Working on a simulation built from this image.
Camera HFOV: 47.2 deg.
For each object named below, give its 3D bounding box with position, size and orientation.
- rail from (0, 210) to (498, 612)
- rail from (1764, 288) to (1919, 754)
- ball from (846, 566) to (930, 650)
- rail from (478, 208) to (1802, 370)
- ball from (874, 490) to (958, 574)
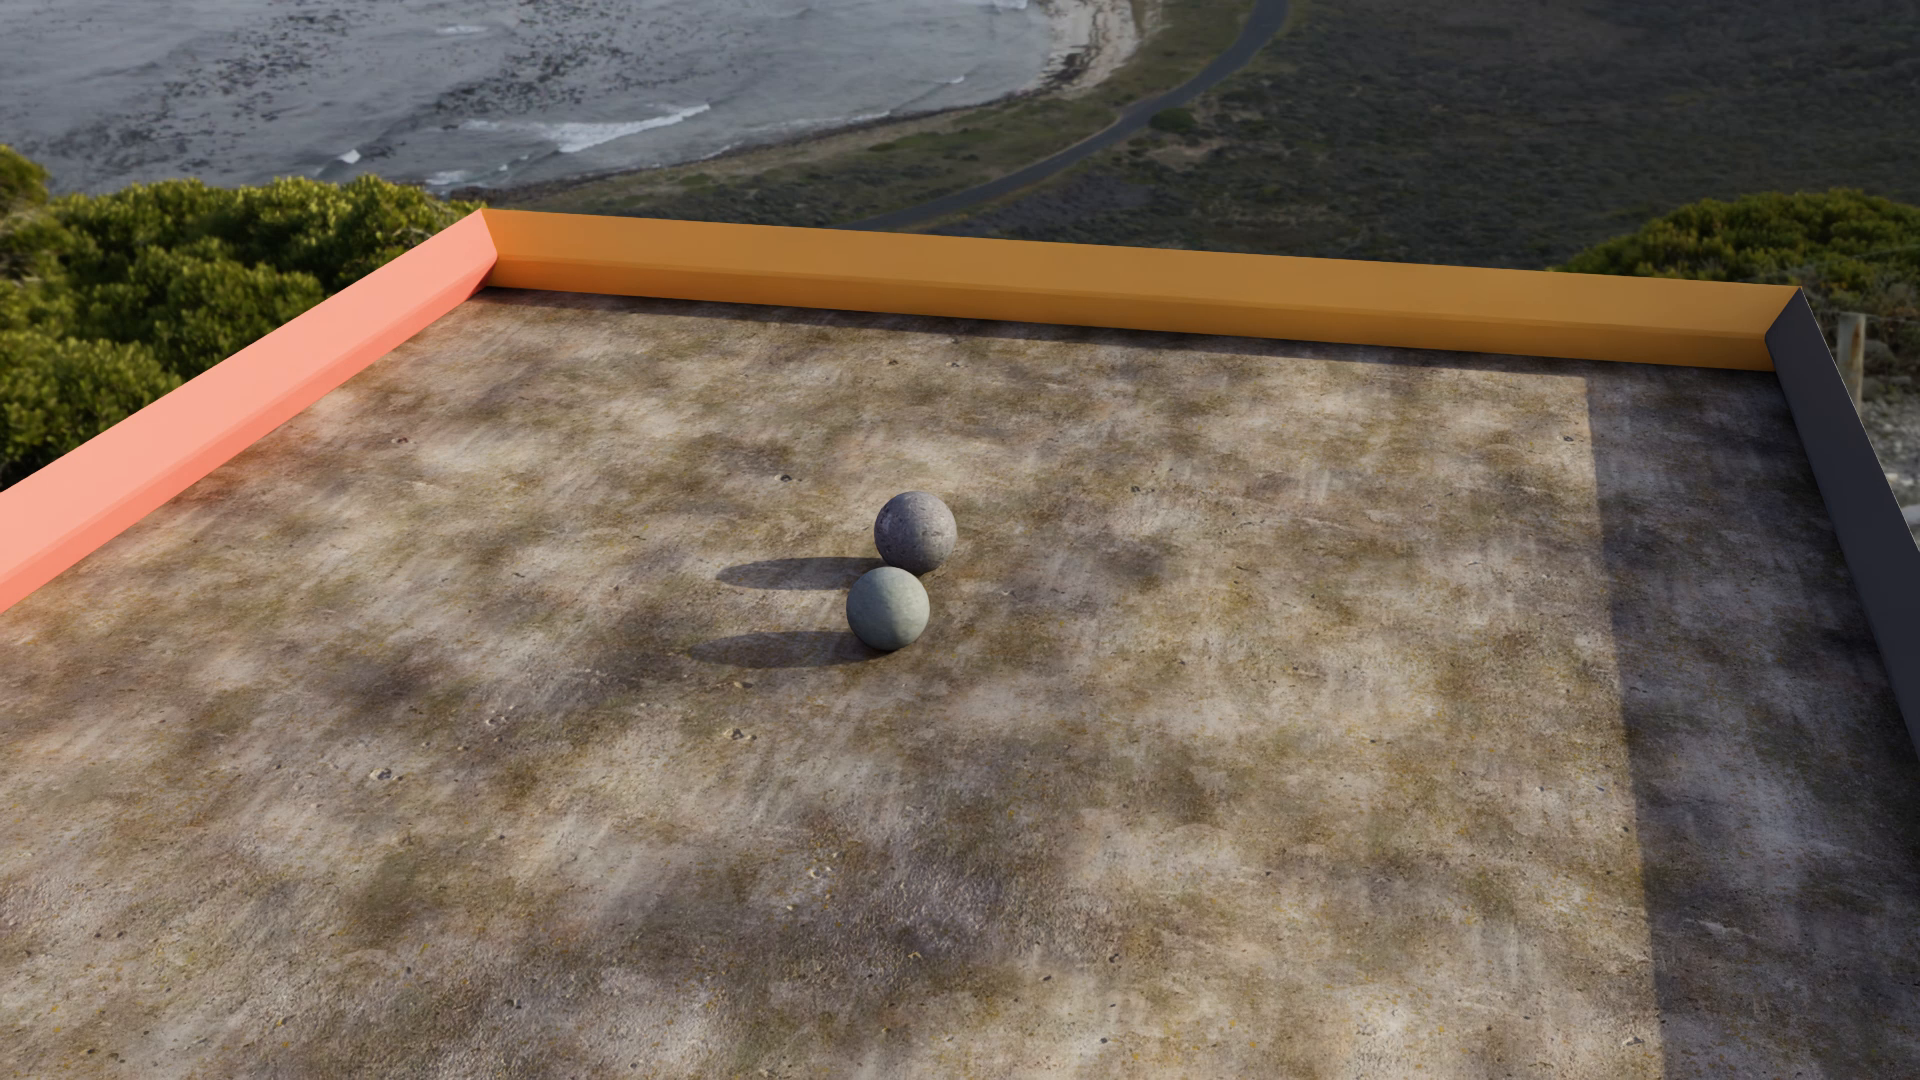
[{"bbox_3d":[-1.162,0.267,1.787,0.045,0.126,3.852,5,24,12],"label":"rail"},{"bbox_3d":[0.741,0.434,1.395,0.045,0.126,3.852,5,24,12],"label":"rail"},{"bbox_3d":[-0.075,0.072,2.299,0.088,0.088,0.088,0,23,0],"label":"ball"},{"bbox_3d":[0.205,-0.375,3.300,1.998,0.126,0.045,5,24,12],"label":"rail"},{"bbox_3d":[-0.050,-0.008,2.479,0.094,0.094,0.094,0,23,0],"label":"ball"}]
